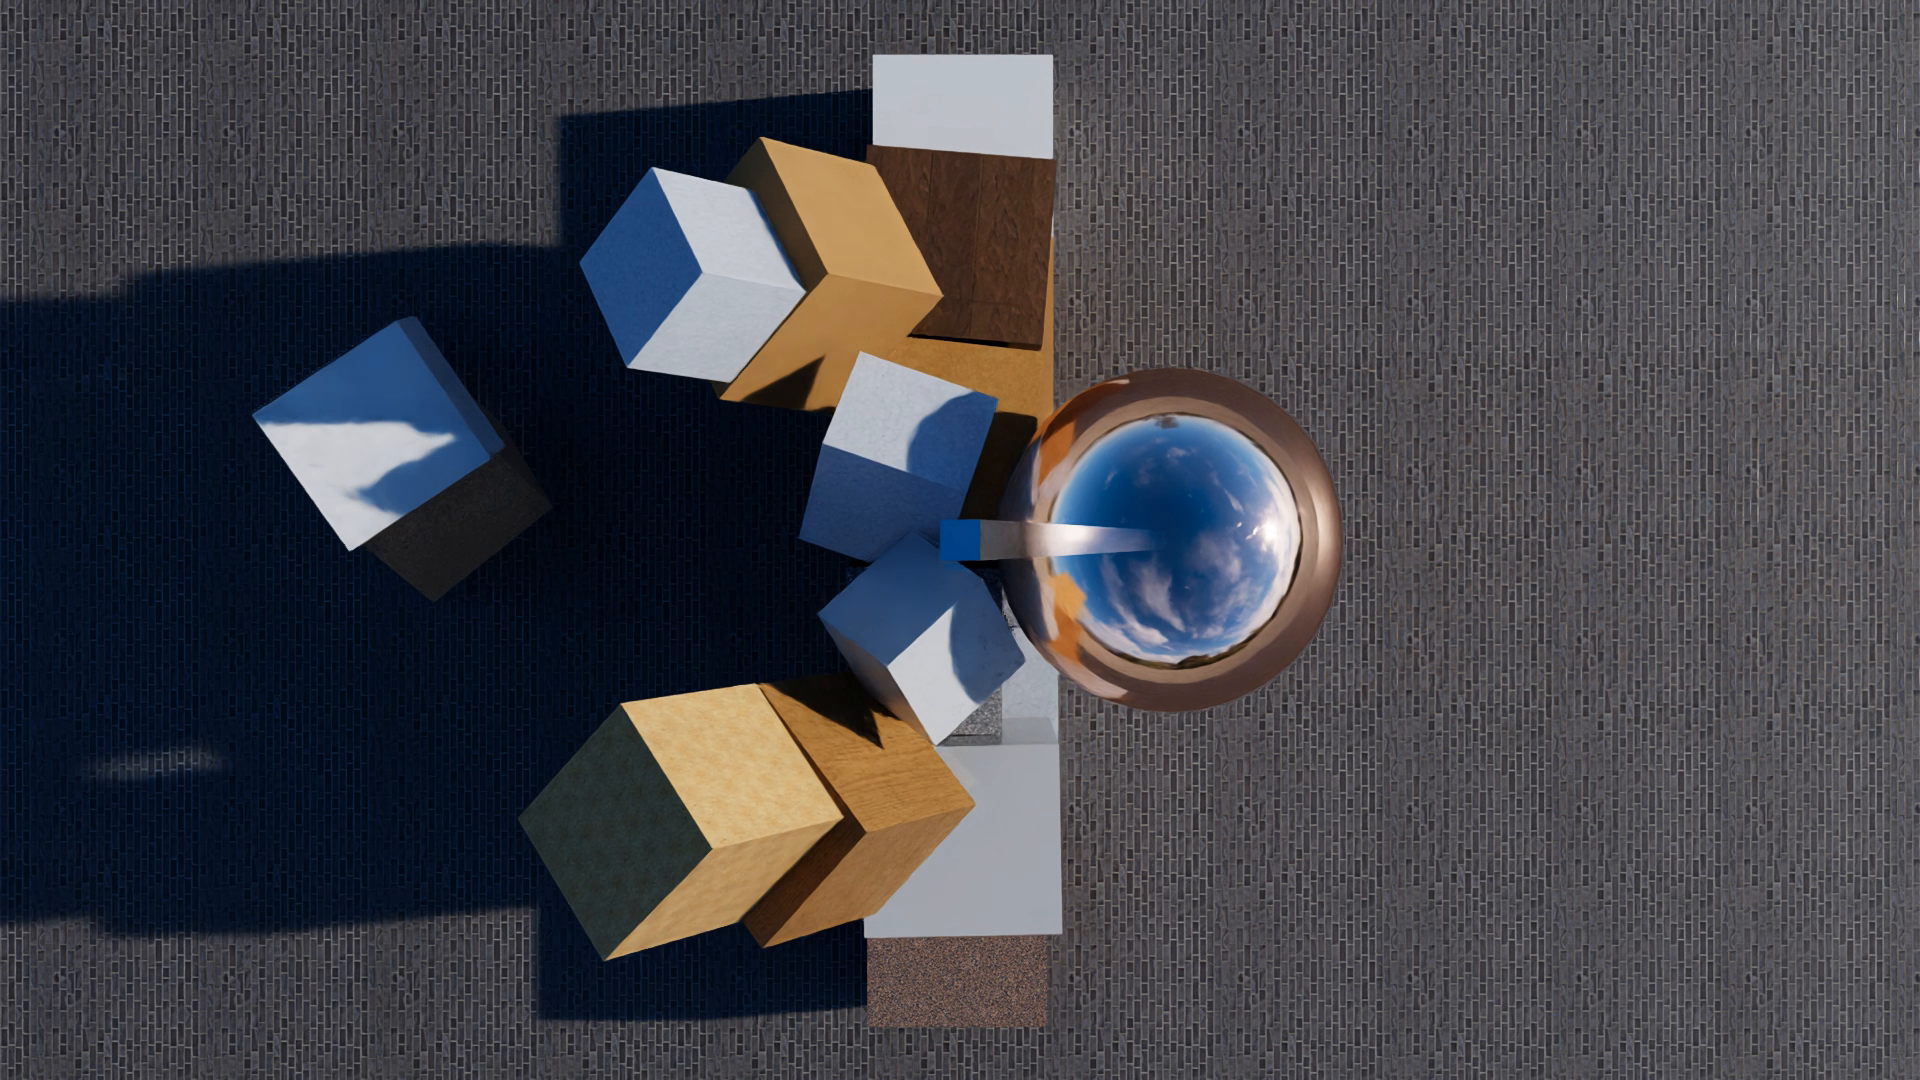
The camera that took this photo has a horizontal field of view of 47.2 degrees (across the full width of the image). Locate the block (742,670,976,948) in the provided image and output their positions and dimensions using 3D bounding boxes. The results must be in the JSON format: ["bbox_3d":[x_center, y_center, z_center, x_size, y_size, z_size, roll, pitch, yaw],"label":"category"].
[{"bbox_3d":[-0.669,1.244,10.392,0.873,0.871,0.847,51,118,21],"label":"block"}]

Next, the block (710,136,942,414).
[{"bbox_3d":[-0.782,-1.257,10.625,0.903,0.751,0.859,-45,58,32],"label":"block"}]

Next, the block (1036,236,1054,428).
[{"bbox_3d":[0.019,-1.124,12.453,0.973,1.094,1.041,0,90,0],"label":"block"}]

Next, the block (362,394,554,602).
[{"bbox_3d":[-2.990,-0.343,12.455,0.872,0.736,0.816,-39,50,0],"label":"block"}]

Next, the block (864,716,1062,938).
[{"bbox_3d":[0.006,1.458,11.358,0.976,1.106,0.940,-1,92,0],"label":"block"}]

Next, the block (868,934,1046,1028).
[{"bbox_3d":[-0.016,2.136,12.529,0.985,0.942,1.070,0,90,0],"label":"block"}]

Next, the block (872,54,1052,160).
[{"bbox_3d":[0.016,-2.163,12.553,0.991,0.895,1.016,0,90,0],"label":"block"}]

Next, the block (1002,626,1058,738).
[{"bbox_3d":[0.012,1.031,12.459,1.042,1.082,1.122,0,90,0],"label":"block"}]

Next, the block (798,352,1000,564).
[{"bbox_3d":[-0.294,-0.336,10.465,0.696,0.721,0.618,19,50,0],"label":"block"}]

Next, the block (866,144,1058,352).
[{"bbox_3d":[-0.025,-1.465,11.402,0.945,1.009,0.920,5,90,0],"label":"block"}]

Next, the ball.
[{"bbox_3d":[0.966,0.000,10.195,1.600,1.600,1.600,0,90,0],"label":"ball"}]

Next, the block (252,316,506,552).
[{"bbox_3d":[-3.014,-0.571,11.494,0.863,0.730,0.837,-33,100,-1],"label":"block"}]

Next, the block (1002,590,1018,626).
[{"bbox_3d":[0.018,-0.065,12.427,1.085,1.145,1.052,1,90,0],"label":"block"}]

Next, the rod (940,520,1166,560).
[{"bbox_3d":[0.419,0.000,6.840,0.080,5.200,0.080,0,90,9],"label":"rod"}]

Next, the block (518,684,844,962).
[{"bbox_3d":[-1.227,1.226,9.704,0.827,0.892,0.758,-46,68,27],"label":"block"}]

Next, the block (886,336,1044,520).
[{"bbox_3d":[-0.115,-0.470,11.397,0.964,0.915,1.045,7,90,0],"label":"block"}]

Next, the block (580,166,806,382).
[{"bbox_3d":[-1.229,-1.207,10.102,0.638,0.615,0.645,-46,58,31],"label":"block"}]

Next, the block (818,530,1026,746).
[{"bbox_3d":[-0.173,0.452,10.198,0.593,0.555,0.607,-42,135,-14],"label":"block"}]

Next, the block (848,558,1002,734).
[{"bbox_3d":[-0.177,0.542,11.510,0.784,0.698,0.852,0,94,0],"label":"block"}]
